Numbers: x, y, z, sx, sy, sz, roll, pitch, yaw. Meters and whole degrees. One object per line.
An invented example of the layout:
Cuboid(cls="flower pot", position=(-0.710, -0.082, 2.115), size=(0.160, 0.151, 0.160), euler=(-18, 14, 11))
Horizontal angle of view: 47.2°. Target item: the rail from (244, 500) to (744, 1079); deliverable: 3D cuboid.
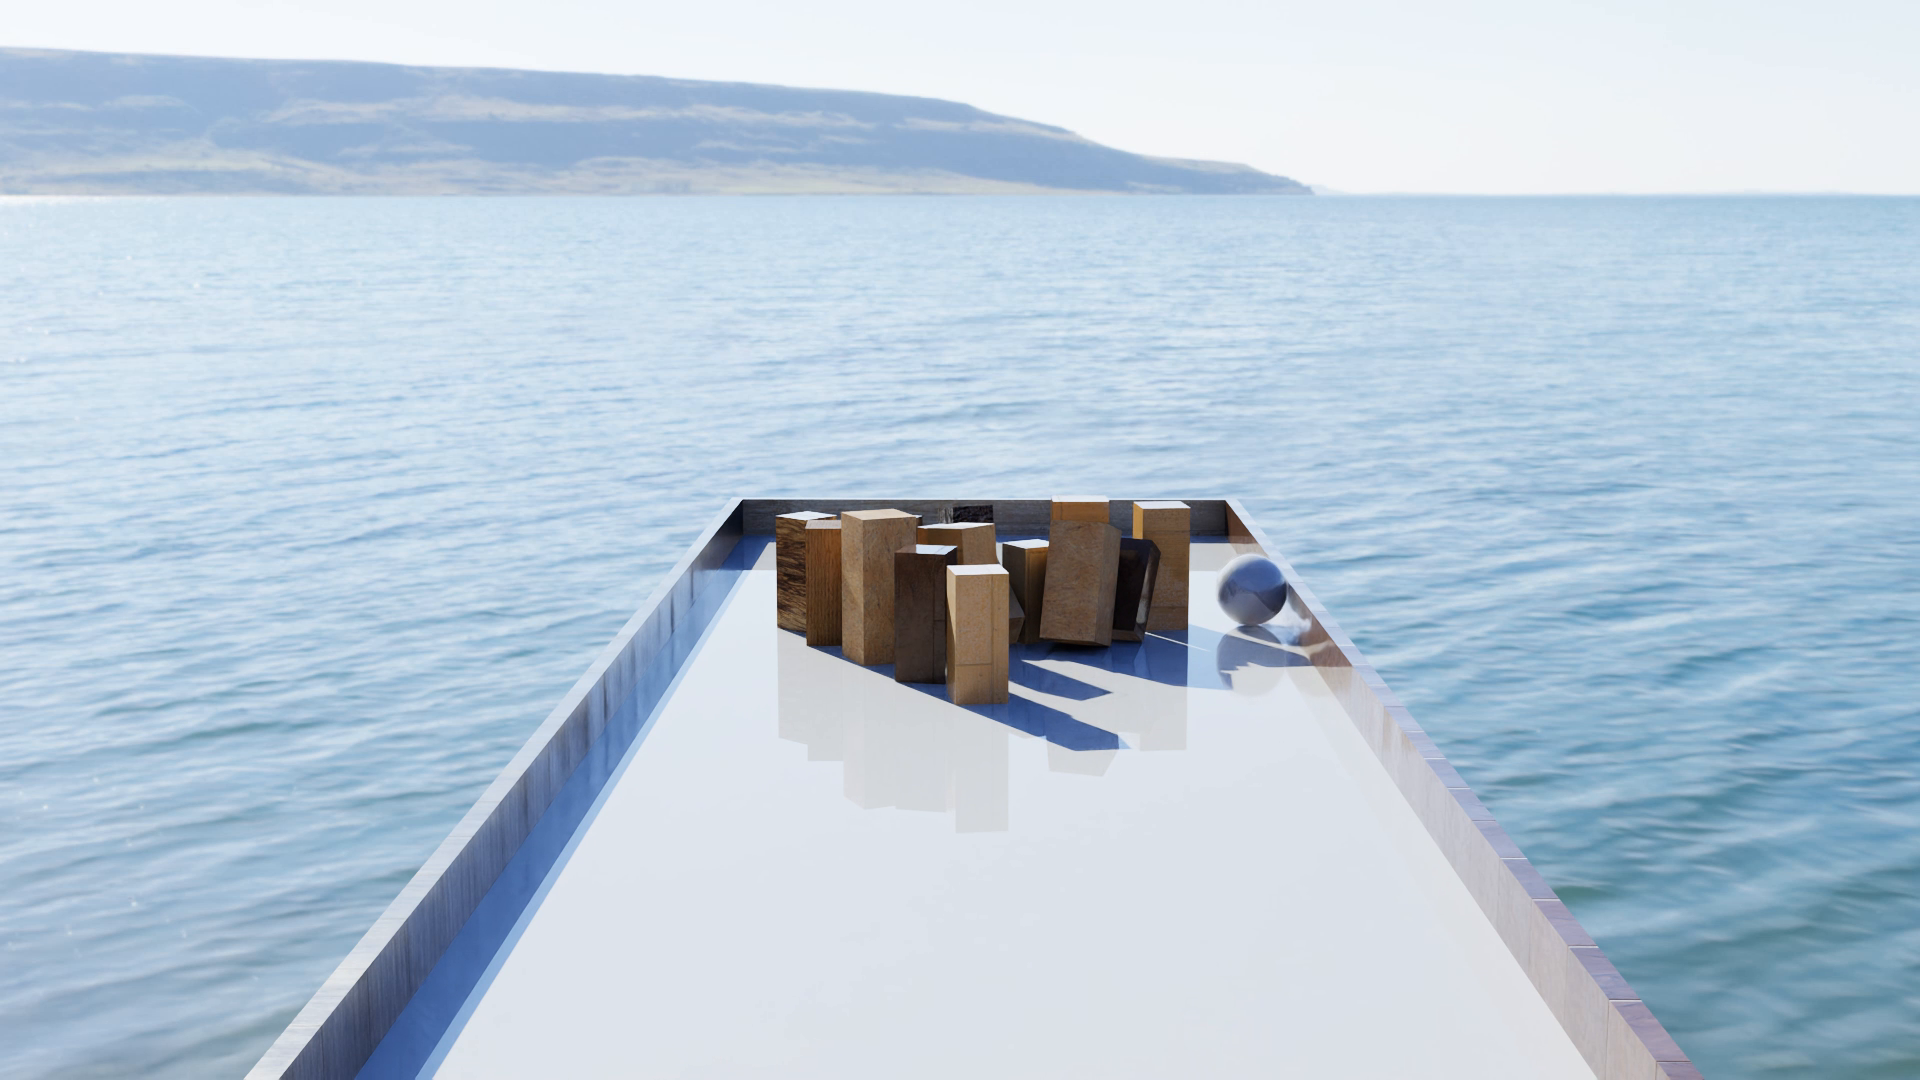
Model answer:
Cuboid(cls="rail", position=(-1.004, 0.839, 3.234), size=(0.050, 0.150, 12.000), euler=(0, 9, 1))

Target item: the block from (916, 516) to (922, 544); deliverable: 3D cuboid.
Cuboid(cls="block", position=(-0.240, 0.105, 7.201), size=(0.177, 0.359, 0.177), euler=(4, 10, 24))

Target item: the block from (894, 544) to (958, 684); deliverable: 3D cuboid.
Cuboid(cls="block", position=(-0.099, 0.216, 6.426), size=(0.150, 0.382, 0.150), euler=(2, 9, 13))

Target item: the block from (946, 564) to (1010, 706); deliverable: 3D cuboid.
Cuboid(cls="block", position=(0.049, 0.264, 6.166), size=(0.150, 0.368, 0.150), euler=(-1, 9, -9))

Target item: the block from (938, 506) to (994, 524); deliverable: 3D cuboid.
Cuboid(cls="block", position=(0.027, 0.079, 7.245), size=(0.141, 0.379, 0.141), euler=(-3, 1, -20))

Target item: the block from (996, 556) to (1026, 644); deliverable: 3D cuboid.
Cuboid(cls="block", position=(0.078, 0.162, 7.002), size=(0.120, 0.120, 0.363), euler=(-4, 45, -23))

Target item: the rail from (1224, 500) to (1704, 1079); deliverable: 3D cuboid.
Cuboid(cls="rail", position=(1.046, 0.843, 3.208), size=(0.050, 0.150, 12.000), euler=(0, 9, 1))

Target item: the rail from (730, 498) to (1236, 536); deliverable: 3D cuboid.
Cuboid(cls="rail", position=(0.099, -0.098, 9.147), size=(2.100, 0.150, 0.050), euler=(0, 9, 1))

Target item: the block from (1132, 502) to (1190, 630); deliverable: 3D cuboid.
Cuboid(cls="block", position=(0.657, 0.084, 7.198), size=(0.156, 0.402, 0.156), euler=(-1, 9, -7))

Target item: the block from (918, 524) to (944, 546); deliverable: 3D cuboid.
Cuboid(cls="block", position=(-0.061, 0.140, 6.957), size=(0.104, 0.366, 0.104), euler=(-8, 12, -40))

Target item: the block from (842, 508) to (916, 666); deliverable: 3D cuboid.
Cuboid(cls="block", position=(-0.247, 0.142, 6.692), size=(0.174, 0.445, 0.174), euler=(-4, 10, -24))

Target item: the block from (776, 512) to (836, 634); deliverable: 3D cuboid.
Cuboid(cls="block", position=(-0.500, 0.104, 7.173), size=(0.140, 0.370, 0.140), euler=(8, 12, 42))

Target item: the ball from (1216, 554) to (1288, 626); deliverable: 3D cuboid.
Cuboid(cls="ball", position=(0.956, 0.164, 7.220), size=(0.236, 0.236, 0.236), euler=(0, 9, 0))

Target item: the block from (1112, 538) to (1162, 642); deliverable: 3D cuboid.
Cuboid(cls="block", position=(0.547, 0.158, 7.004), size=(0.108, 0.308, 0.108), euler=(5, -20, 23))

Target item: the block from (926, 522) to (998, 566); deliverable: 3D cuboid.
Cuboid(cls="block", position=(0.014, 0.151, 6.769), size=(0.148, 0.392, 0.148), euler=(2, 8, 44))

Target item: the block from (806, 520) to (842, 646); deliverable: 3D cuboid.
Cuboid(cls="block", position=(-0.396, 0.135, 6.969), size=(0.177, 0.373, 0.177), euler=(0, 9, -1))

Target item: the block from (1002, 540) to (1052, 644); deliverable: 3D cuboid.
Cuboid(cls="block", position=(0.228, 0.163, 7.002), size=(0.137, 0.306, 0.137), euler=(-5, 10, -31))

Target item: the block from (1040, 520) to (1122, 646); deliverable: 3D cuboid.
Cuboid(cls="block", position=(0.378, 0.136, 6.867), size=(0.178, 0.368, 0.178), euler=(4, -7, 21))

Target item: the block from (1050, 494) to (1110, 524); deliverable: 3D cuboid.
Cuboid(cls="block", position=(0.389, 0.074, 7.183), size=(0.180, 0.423, 0.180), euler=(0, 8, 0))
